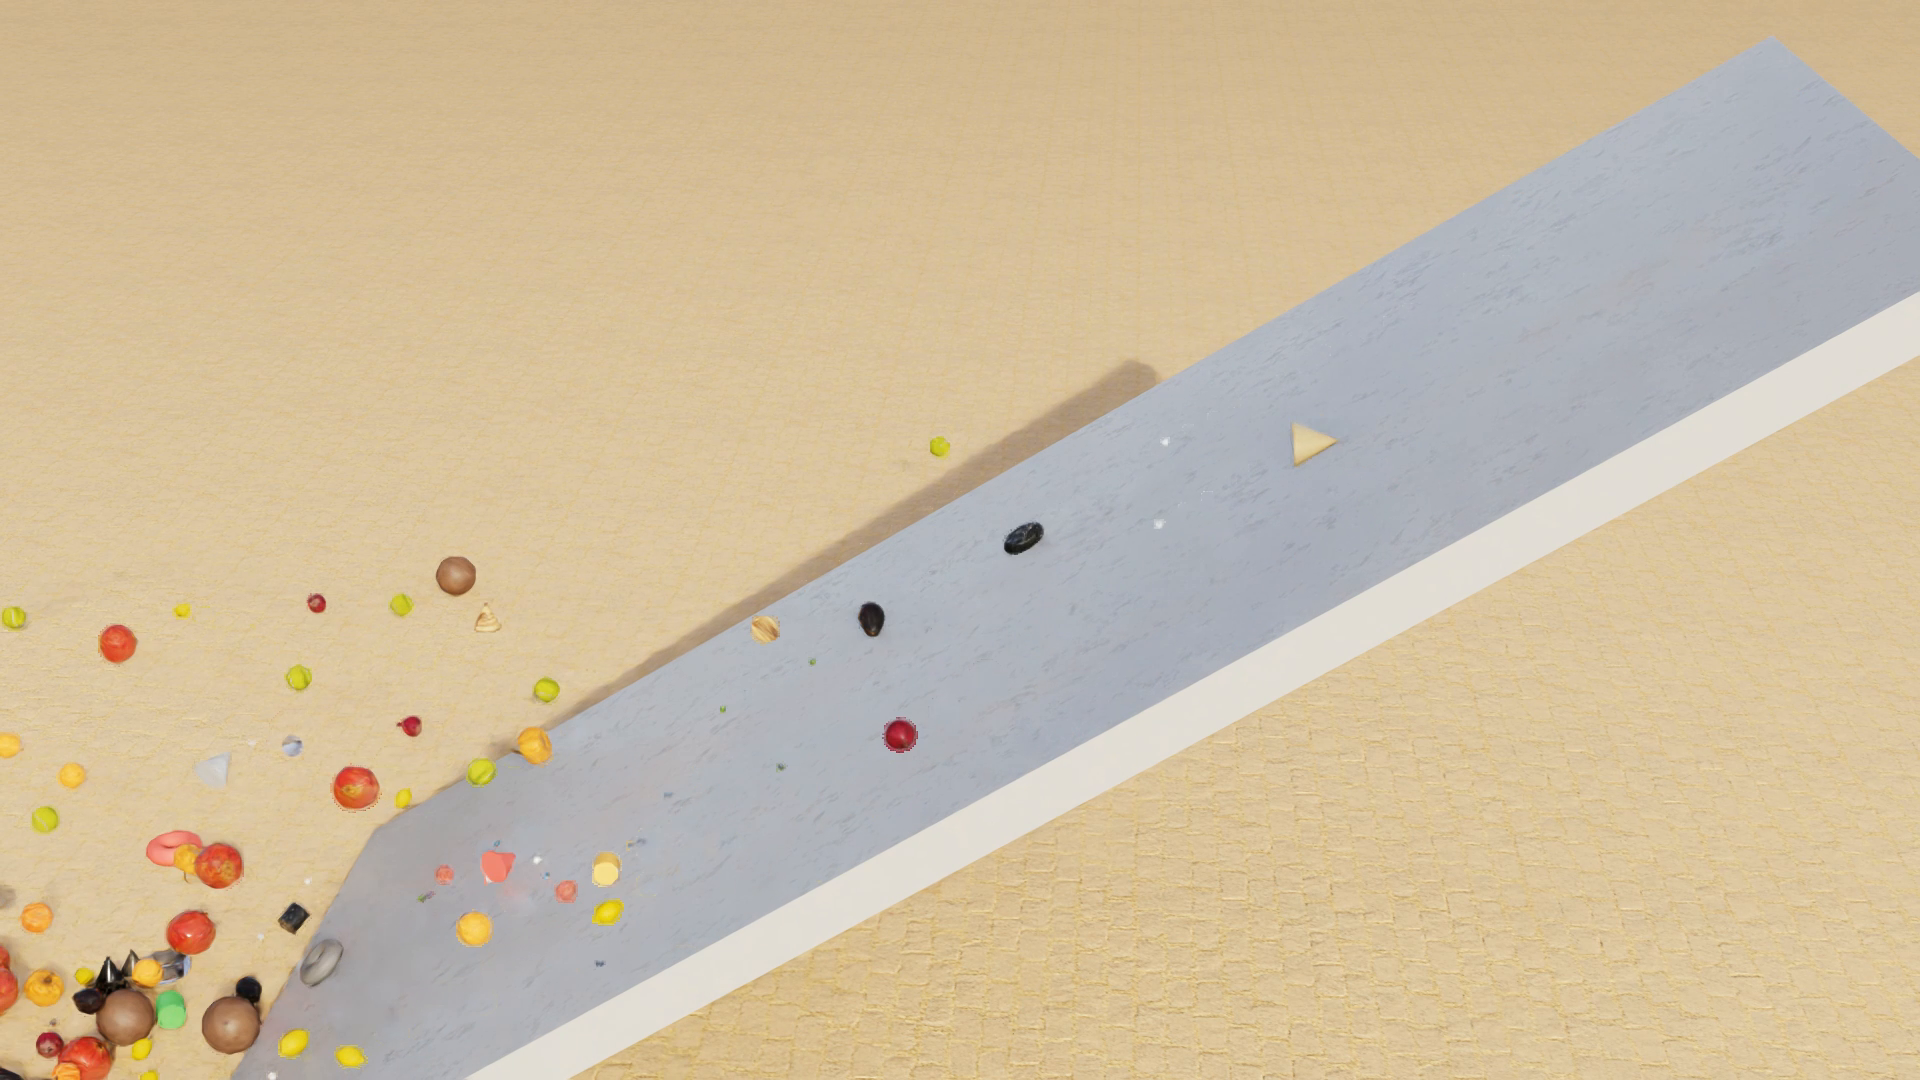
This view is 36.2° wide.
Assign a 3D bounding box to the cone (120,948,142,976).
[{"bbox_3d":[-1.997,1.012,7.098,0.061,0.061,0.061,0,19,0],"label":"cone"}]

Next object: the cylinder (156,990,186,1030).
[{"bbox_3d":[-1.834,1.092,6.834,0.065,0.065,0.065,-6,24,-17],"label":"cylinder"}]

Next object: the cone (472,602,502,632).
[{"bbox_3d":[-1.492,0.235,9.262,0.090,0.090,0.090,0,19,0],"label":"cone"}]

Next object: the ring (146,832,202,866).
[{"bbox_3d":[-2.057,0.807,7.700,0.143,0.048,0.143,-3,22,1],"label":"ring"}]

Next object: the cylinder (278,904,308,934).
[{"bbox_3d":[-1.640,0.931,7.236,0.053,0.053,0.053,13,51,32],"label":"cylinder"}]

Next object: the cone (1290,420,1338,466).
[{"bbox_3d":[0.724,-0.199,5.979,0.096,0.096,0.096,-4,19,3],"label":"cone"}]

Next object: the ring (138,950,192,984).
[{"bbox_3d":[-1.915,1.028,7.081,0.126,0.042,0.126,-2,22,1],"label":"ring"}]

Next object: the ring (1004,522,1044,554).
[{"bbox_3d":[0.142,-0.004,6.578,0.102,0.034,0.102,-30,16,10],"label":"ring"}]

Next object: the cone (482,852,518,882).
[{"bbox_3d":[-1.022,0.722,6.621,0.077,0.077,0.077,13,25,32],"label":"cone"}]

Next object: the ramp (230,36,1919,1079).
[{"bbox_3d":[0.141,0.169,6.289,4.000,0.100,2.000,-29,15,13],"label":"ramp"}]

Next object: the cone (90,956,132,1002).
[{"bbox_3d":[-2.021,1.031,6.988,0.098,0.098,0.098,0,19,0],"label":"cone"}]

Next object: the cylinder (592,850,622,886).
[{"bbox_3d":[-0.738,0.685,6.133,0.052,0.052,0.052,-7,46,-19],"label":"cylinder"}]

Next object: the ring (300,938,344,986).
[{"bbox_3d":[-1.465,0.967,6.745,0.126,0.042,0.126,-38,23,19],"label":"ring"}]

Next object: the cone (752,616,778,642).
[{"bbox_3d":[-0.456,0.202,7.093,0.070,0.070,0.070,6,22,17],"label":"cone"}]
